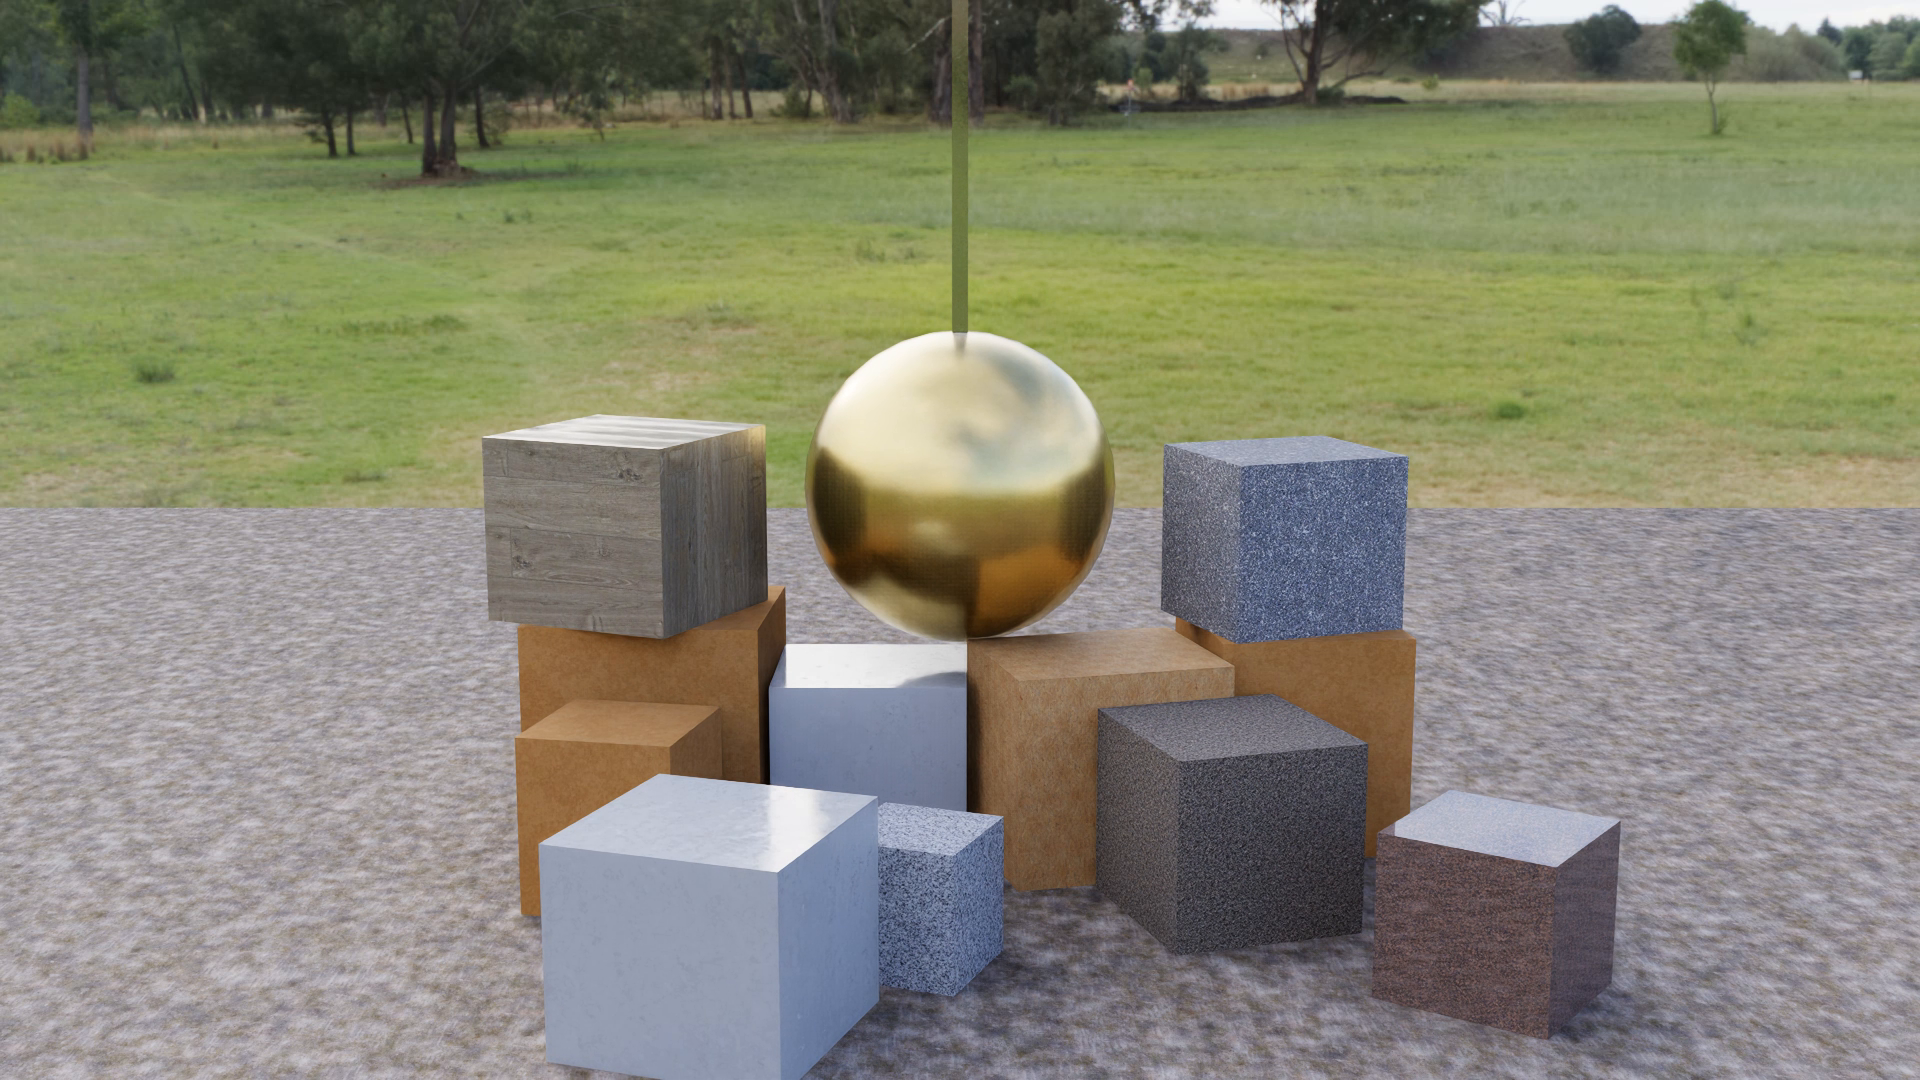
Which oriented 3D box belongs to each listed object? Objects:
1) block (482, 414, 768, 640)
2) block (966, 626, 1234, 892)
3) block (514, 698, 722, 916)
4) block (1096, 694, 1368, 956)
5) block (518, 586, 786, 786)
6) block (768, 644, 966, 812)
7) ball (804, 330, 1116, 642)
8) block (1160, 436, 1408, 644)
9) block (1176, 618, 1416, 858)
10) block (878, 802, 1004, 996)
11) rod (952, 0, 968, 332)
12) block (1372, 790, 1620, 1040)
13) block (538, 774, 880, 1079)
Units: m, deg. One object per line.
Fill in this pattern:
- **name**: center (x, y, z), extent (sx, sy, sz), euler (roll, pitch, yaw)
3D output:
- **block**: center (-1.663, -0.096, 11.046), extent (1.016, 0.912, 1.000), euler (5, 11, 24)
- **block**: center (0.674, 1.057, 10.882), extent (1.077, 1.027, 0.902), euler (-3, 11, -15)
- **block**: center (-1.579, 1.258, 10.299), extent (0.739, 0.840, 0.725), euler (2, 11, 12)
- **block**: center (1.225, 1.277, 10.091), extent (0.908, 0.877, 0.946), euler (-3, 11, -18)
- **block**: center (-1.545, 0.907, 11.327), extent (1.177, 1.162, 1.081), euler (0, 10, 3)
- **block**: center (-0.450, 1.061, 11.355), extent (0.973, 0.850, 0.947), euler (0, 10, 0)
- **ball**: center (0.000, -0.274, 11.287), extent (1.600, 1.600, 1.600), euler (0, 10, 0)
- **block**: center (1.624, -0.024, 11.105), extent (0.926, 0.869, 0.838), euler (-4, 11, -20)
- **block**: center (1.689, 0.939, 11.320), extent (0.961, 1.103, 1.102), euler (-1, 10, -6)
- **block**: center (-0.177, 1.530, 9.445), extent (0.560, 0.610, 0.575), euler (4, 11, 22)
- **rod**: center (0.000, -3.603, 10.593), extent (0.080, 5.200, 0.080), euler (0, 12, 0)
- **block**: center (2.229, 1.533, 9.137), extent (0.755, 0.715, 0.740), euler (7, 13, 35)
- **block**: center (-0.966, 1.528, 8.712), extent (0.988, 0.877, 0.997), euler (4, 11, 19)
